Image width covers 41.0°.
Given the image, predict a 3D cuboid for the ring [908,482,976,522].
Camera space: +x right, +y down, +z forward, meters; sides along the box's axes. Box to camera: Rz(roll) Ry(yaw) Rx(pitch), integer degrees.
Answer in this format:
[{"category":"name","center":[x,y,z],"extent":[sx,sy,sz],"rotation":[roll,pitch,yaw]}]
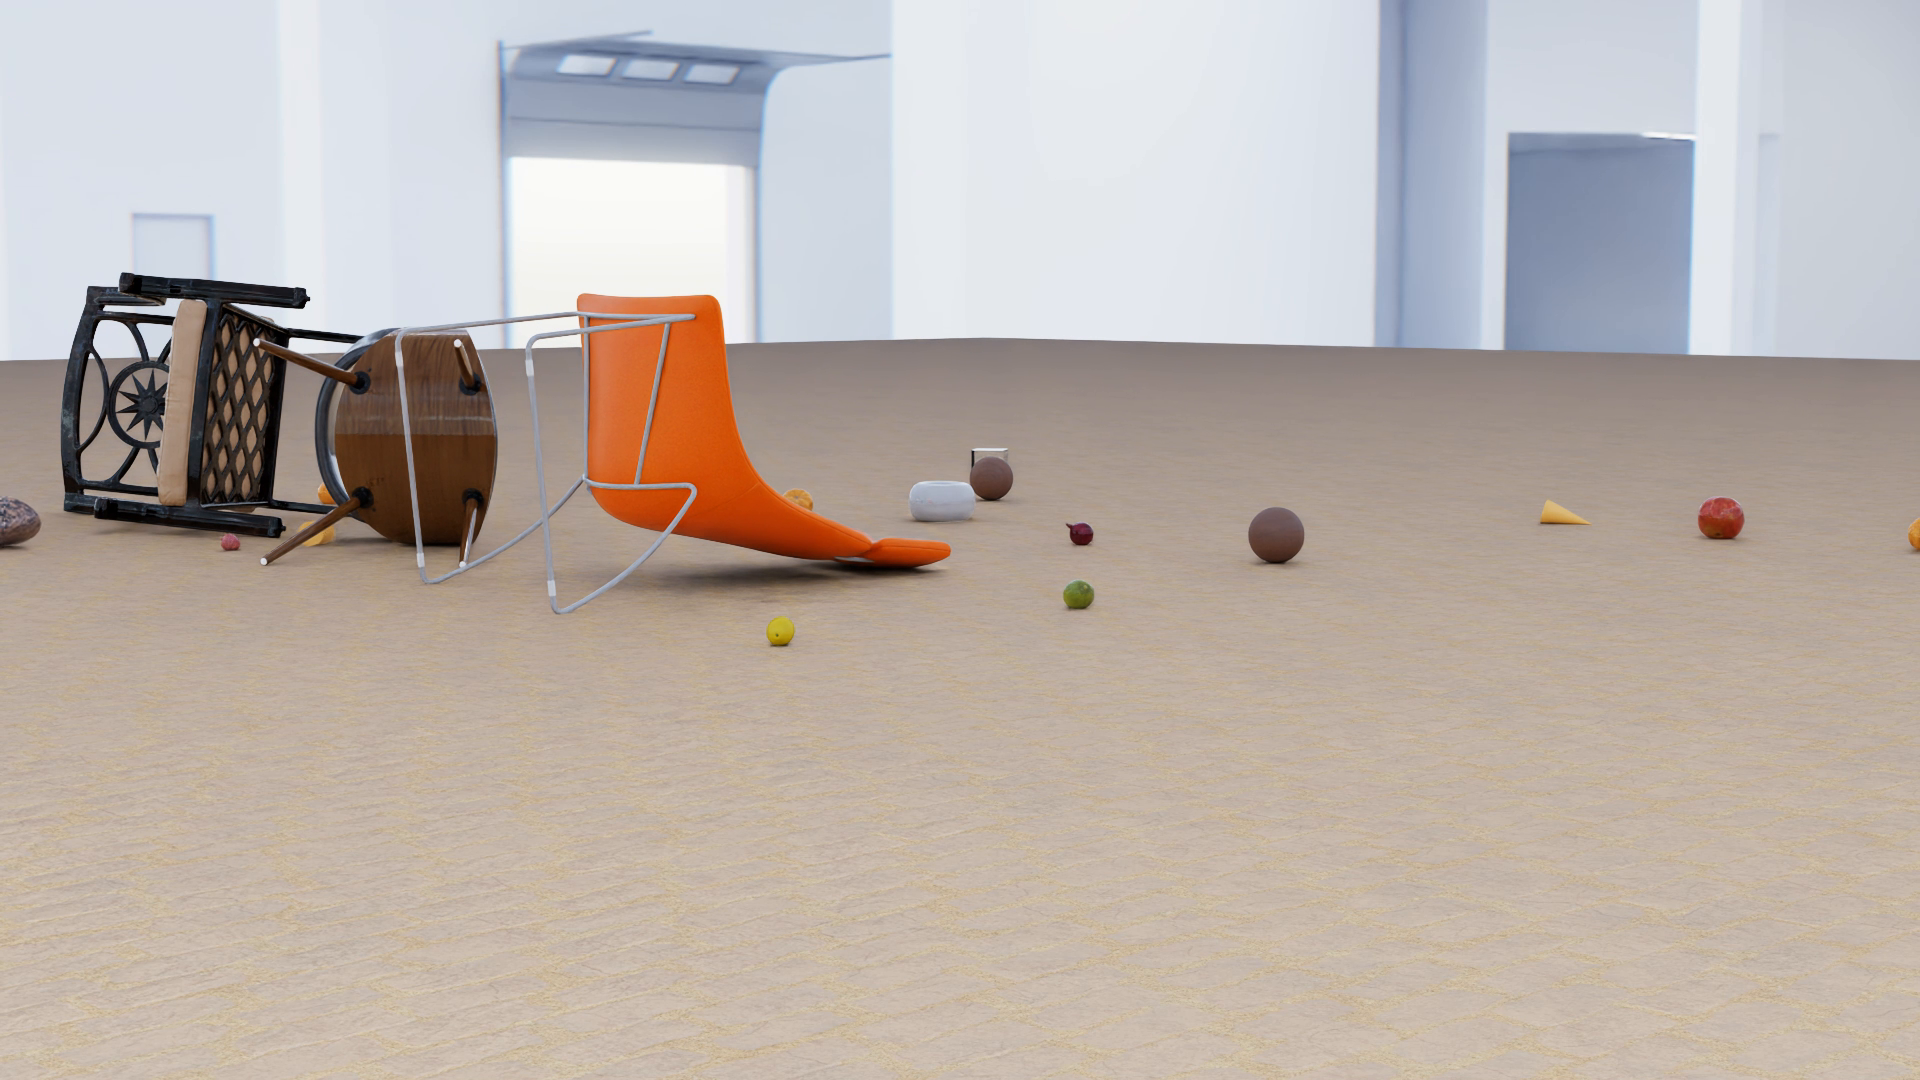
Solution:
[{"category":"ring","center":[-0.048,-0.104,6.941],"extent":[0.170,0.101,0.226],"rotation":[4,6,26]}]

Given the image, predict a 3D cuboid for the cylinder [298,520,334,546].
[{"category":"cylinder","center":[-1.577,-0.018,6.285],"extent":[0.074,0.060,0.050],"rotation":[-18,-1,17]}]

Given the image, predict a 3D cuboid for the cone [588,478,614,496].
[{"category":"cone","center":[-1.060,-0.149,7.724],"extent":[0.108,0.059,0.069],"rotation":[2,-17,34]}]

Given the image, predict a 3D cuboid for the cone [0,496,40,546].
[{"category":"cone","center":[-2.407,-0.004,6.135],"extent":[0.264,0.130,0.311],"rotation":[2,18,18]}]

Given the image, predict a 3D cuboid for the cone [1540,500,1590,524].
[{"category":"cone","center":[1.620,-0.059,6.822],"extent":[0.134,0.067,0.065],"rotation":[17,-9,20]}]

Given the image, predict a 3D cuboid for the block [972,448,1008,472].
[{"category":"block","center":[0.101,-0.269,8.659],"extent":[0.109,0.074,0.099],"rotation":[1,6,10]}]
